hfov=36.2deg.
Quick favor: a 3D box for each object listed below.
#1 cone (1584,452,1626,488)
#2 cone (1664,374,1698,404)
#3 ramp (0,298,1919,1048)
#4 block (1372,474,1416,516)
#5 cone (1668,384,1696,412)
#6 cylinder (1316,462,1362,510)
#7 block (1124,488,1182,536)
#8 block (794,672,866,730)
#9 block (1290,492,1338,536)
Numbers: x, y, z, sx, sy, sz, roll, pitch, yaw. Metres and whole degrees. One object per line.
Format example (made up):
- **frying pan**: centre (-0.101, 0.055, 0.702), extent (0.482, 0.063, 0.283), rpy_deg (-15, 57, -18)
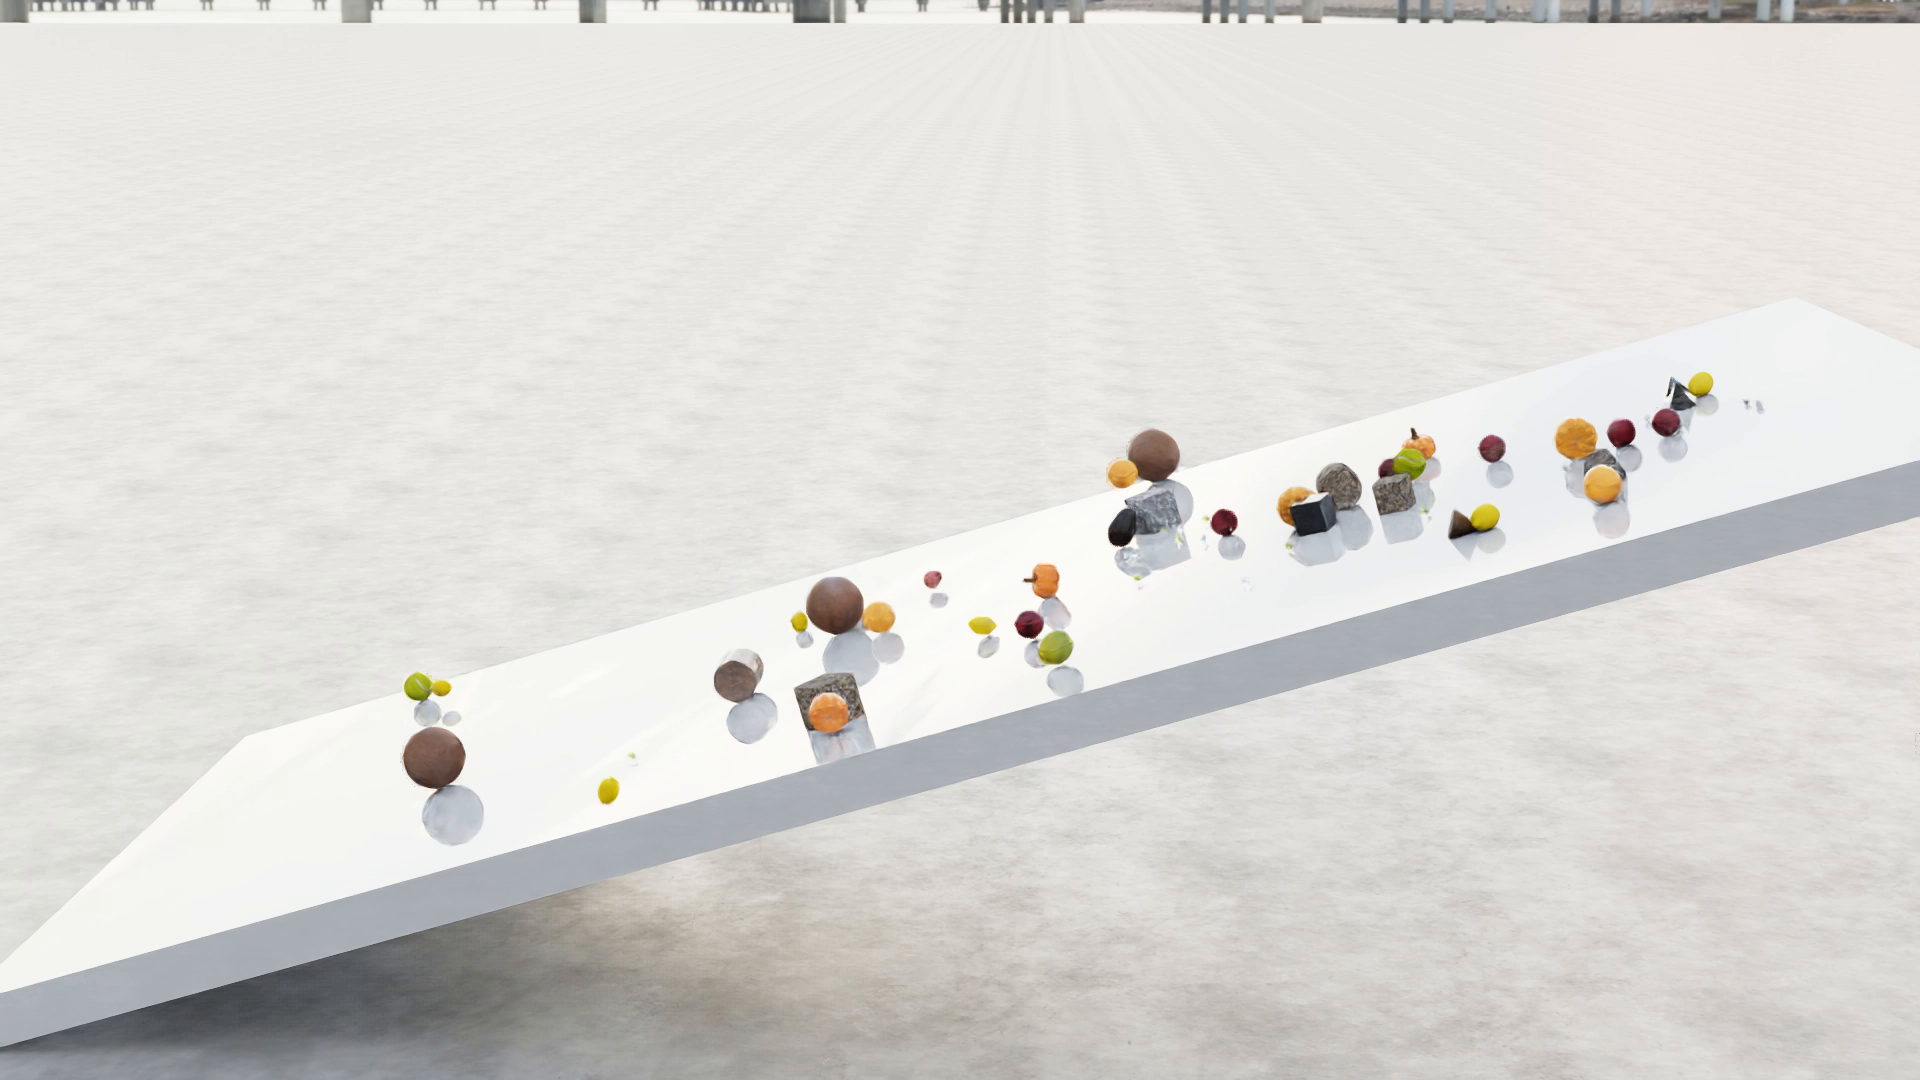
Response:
- **cone**: centre (1.274, -0.133, 5.730), extent (0.082, 0.082, 0.082), rpy_deg (-8, 13, -37)
- **cone**: centre (1.551, -0.317, 6.317), extent (0.067, 0.067, 0.067), rpy_deg (12, 13, 8)
- **ramp**: centre (0.090, 0.187, 6.320), extent (4.000, 0.100, 2.000), rpy_deg (-16, 10, 5)
- **block**: centre (0.895, -0.094, 6.065), extent (0.064, 0.064, 0.064), rpy_deg (-12, 11, 27)
- **cone**: centre (1.522, -0.307, 6.227), extent (0.057, 0.057, 0.057), rpy_deg (-16, 10, 3)
- **cylinder**: centre (0.805, -0.114, 6.248), extent (0.089, 0.089, 0.089), rpy_deg (0, 10, 1)
- **block**: centre (0.433, -0.064, 6.609), extent (0.083, 0.083, 0.083), rpy_deg (-21, 10, -22)
- **block**: centre (-0.251, 0.309, 5.659), extent (0.086, 0.086, 0.086), rpy_deg (-24, 12, -37)
- **block**: centre (0.733, -0.053, 6.095), extent (0.067, 0.067, 0.067), rpy_deg (-11, 11, 29)
